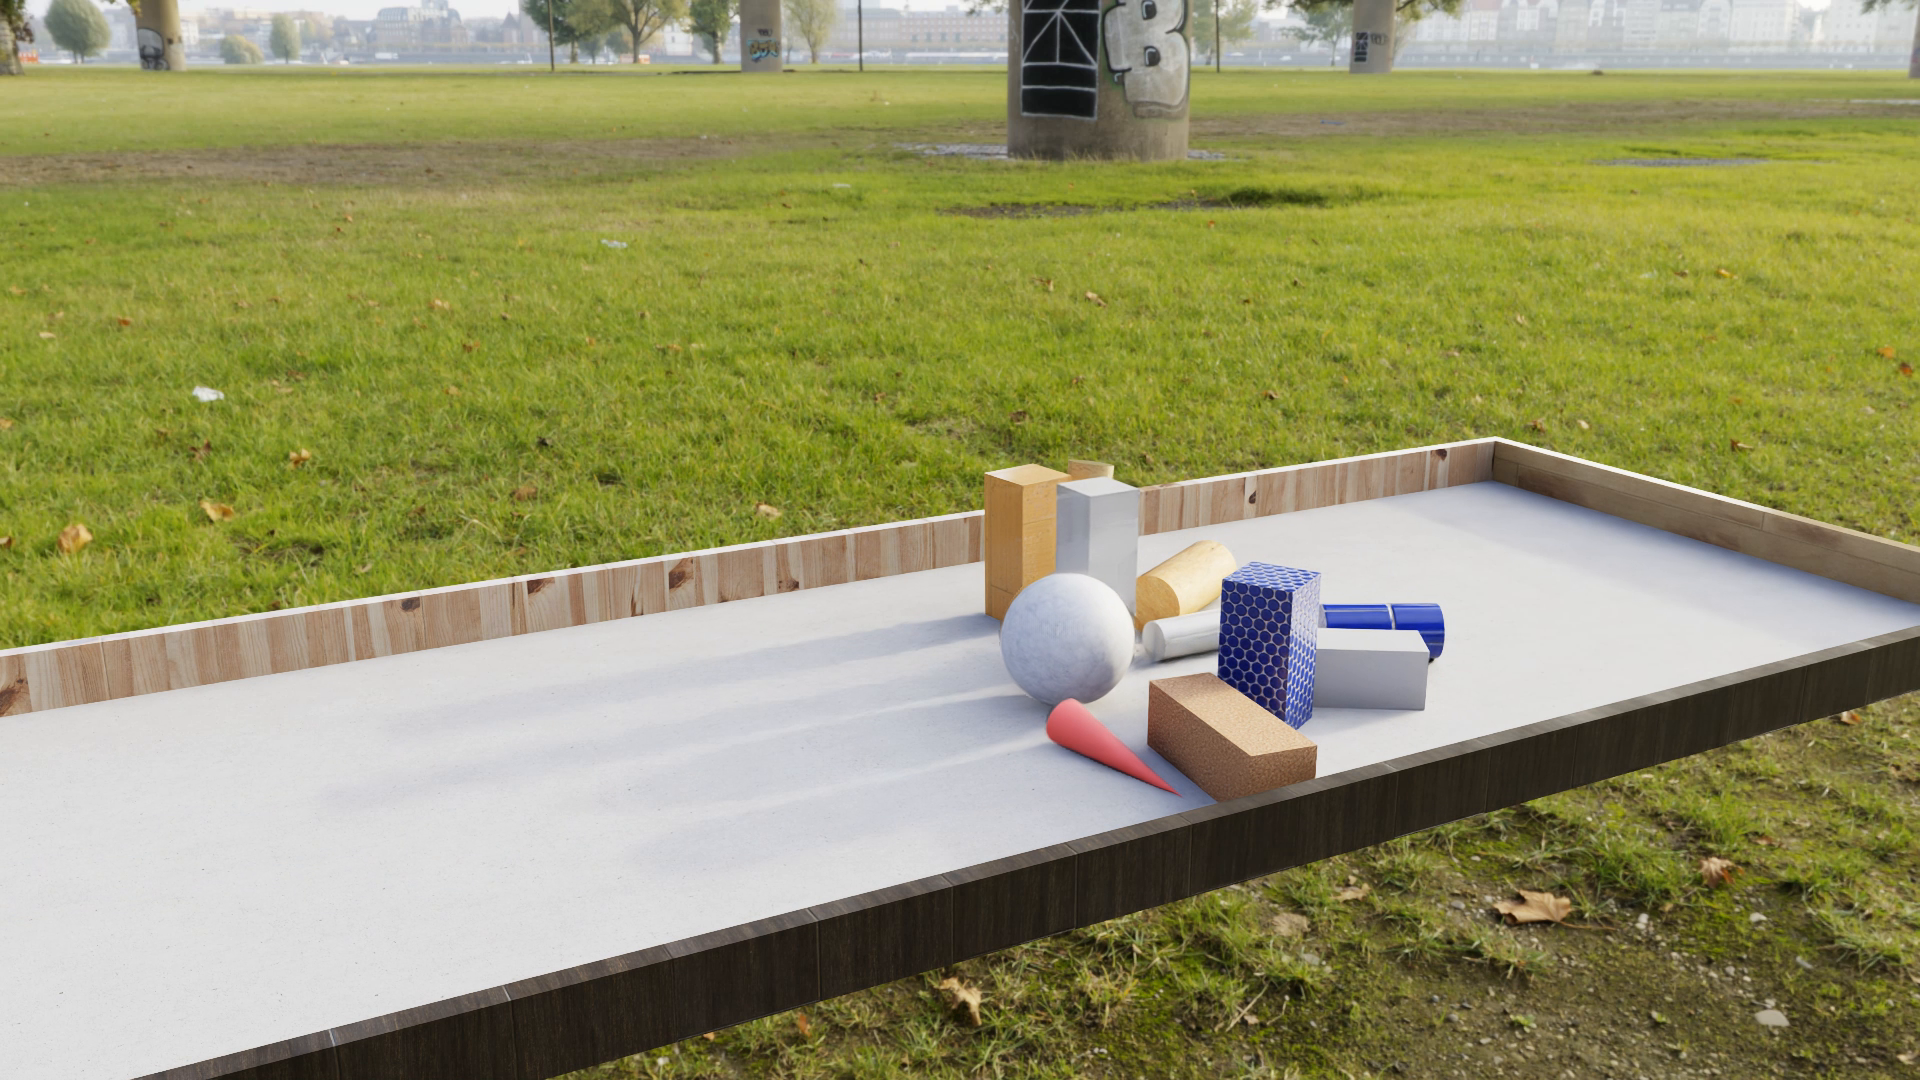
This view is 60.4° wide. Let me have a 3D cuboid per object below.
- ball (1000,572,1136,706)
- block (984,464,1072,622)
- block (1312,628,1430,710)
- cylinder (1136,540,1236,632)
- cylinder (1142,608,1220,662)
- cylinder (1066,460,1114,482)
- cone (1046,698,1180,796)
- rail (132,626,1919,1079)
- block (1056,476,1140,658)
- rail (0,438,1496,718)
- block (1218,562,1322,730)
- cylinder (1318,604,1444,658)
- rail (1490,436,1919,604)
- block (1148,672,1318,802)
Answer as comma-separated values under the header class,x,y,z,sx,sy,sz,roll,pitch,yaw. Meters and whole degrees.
class,x,y,z,sx,sy,sz,roll,pitch,yaw
ball,0.259,0.239,3.969,0.322,0.322,0.322,0,16,0
block,0.188,0.016,4.569,0.170,0.410,0.170,-12,20,-34
block,0.931,0.312,4.026,0.384,0.150,0.150,1,16,4
cylinder,0.620,0.129,4.618,0.168,0.168,0.399,10,19,30
cylinder,0.638,0.242,4.341,0.306,0.107,0.107,-8,18,-26
cylinder,0.346,-0.019,4.671,0.130,0.404,0.130,7,8,-1
cone,0.356,0.479,3.632,0.106,0.106,0.385,-12,28,-36
rail,-2.336,1.006,1.665,12.000,0.150,0.050,-9,18,-27
block,0.351,0.082,4.269,0.151,0.456,0.151,-9,19,-29
rail,-3.305,0.497,3.399,12.000,0.150,0.050,-9,18,-27
block,0.718,0.256,3.846,0.172,0.360,0.172,10,19,32
cylinder,1.087,0.237,4.289,0.305,0.145,0.145,0,16,-1
rail,2.466,-0.048,5.253,0.050,0.150,2.100,-9,18,-27
block,0.580,0.443,3.570,0.156,0.156,0.447,-6,17,-20
